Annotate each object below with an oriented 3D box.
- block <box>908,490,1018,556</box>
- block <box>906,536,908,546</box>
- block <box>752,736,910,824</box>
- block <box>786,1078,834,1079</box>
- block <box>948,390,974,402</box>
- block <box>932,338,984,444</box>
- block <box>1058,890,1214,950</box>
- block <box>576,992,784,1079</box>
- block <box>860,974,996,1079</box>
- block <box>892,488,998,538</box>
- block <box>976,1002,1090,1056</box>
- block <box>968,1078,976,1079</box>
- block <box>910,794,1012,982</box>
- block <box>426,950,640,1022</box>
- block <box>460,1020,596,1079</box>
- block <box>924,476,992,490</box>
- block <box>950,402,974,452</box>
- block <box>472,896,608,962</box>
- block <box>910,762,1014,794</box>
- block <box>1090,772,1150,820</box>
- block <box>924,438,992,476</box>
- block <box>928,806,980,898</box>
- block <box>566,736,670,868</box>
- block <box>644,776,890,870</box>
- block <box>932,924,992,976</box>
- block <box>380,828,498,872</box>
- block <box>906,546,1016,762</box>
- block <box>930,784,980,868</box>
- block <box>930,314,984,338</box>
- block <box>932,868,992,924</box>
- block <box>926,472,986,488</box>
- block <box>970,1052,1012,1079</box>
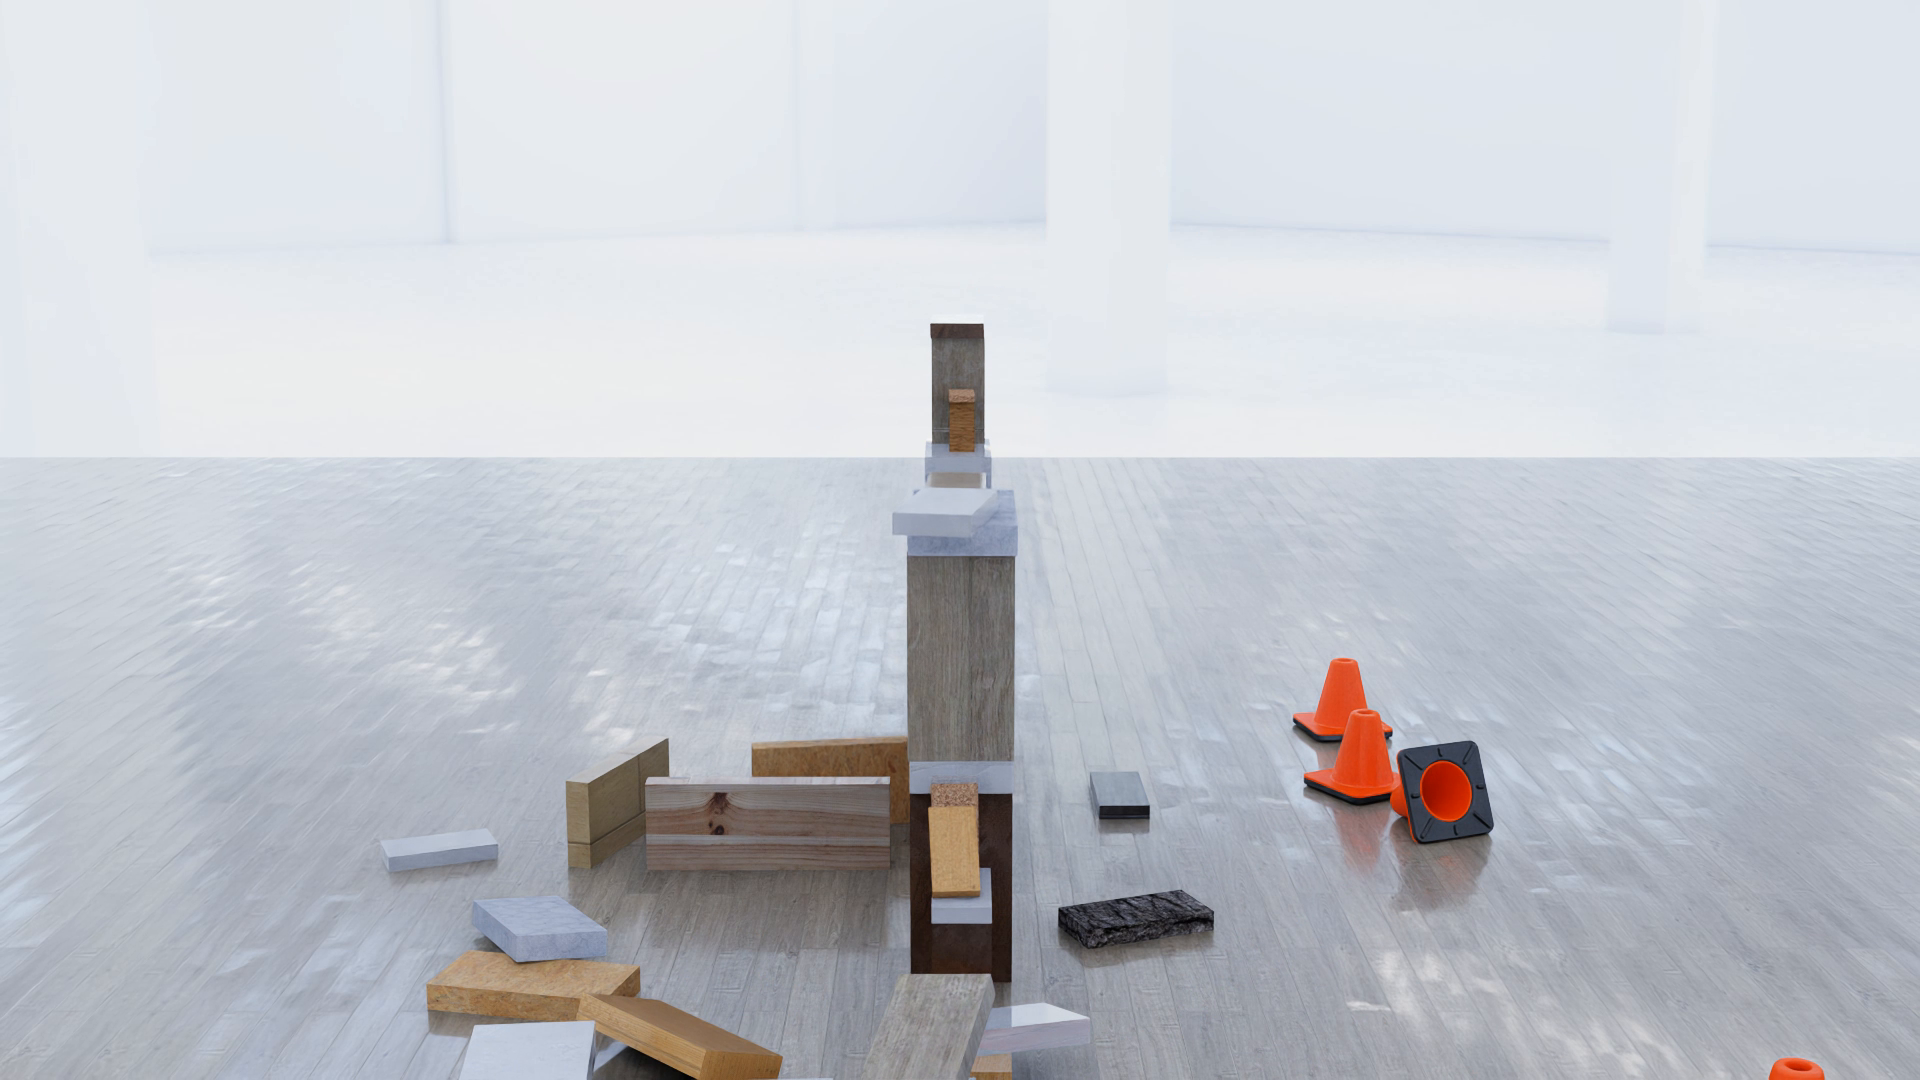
[{"bbox_3d":[0.005,-0.028,3.271,0.156,0.044,0.312,0,11,0],"label":"block"},{"bbox_3d":[-0.003,0.130,3.396,0.156,0.312,0.044,0,11,0],"label":"block"},{"bbox_3d":[-0.226,0.445,4.029,0.307,0.153,0.043,-2,10,-9],"label":"block"},{"bbox_3d":[-0.419,0.736,2.763,0.518,0.045,0.157,0,11,-3],"label":"block"},{"bbox_3d":[0.003,-0.272,4.141,0.047,0.013,0.095,0,11,-1],"label":"block"},{"bbox_3d":[-0.004,-0.288,4.226,0.102,0.204,0.029,0,11,-1],"label":"block"},{"bbox_3d":[0.281,0.604,3.507,0.221,0.031,0.111,-4,11,-22],"label":"block"},{"bbox_3d":[-0.382,0.675,2.979,0.274,0.039,0.137,10,-6,45],"label":"block"},{"bbox_3d":[-0.083,0.693,2.463,0.118,0.033,0.593,-3,28,17],"label":"block"},{"bbox_3d":[-0.019,-0.041,3.135,0.111,0.031,0.221,2,11,11],"label":"block"},{"bbox_3d":[0.042,0.652,2.921,0.236,0.033,0.118,1,-1,-29],"label":"block"},{"bbox_3d":[-0.020,0.736,2.563,0.136,0.039,0.272,-5,25,-11],"label":"block"},{"bbox_3d":[0.001,0.509,3.279,0.151,0.302,0.043,0,11,-1],"label":"block"},{"bbox_3d":[-0.622,0.654,3.217,0.275,0.039,0.137,2,11,13],"label":"block"},{"bbox_3d":[-0.547,0.690,2.763,0.158,0.045,0.315,-1,11,-6],"label":"block"},{"bbox_3d":[-0.004,-0.004,4.126,0.124,0.248,0.035,0,11,0],"label":"block"},{"bbox_3d":[0.004,-0.213,4.120,0.047,0.095,0.013,0,11,0],"label":"block"},{"bbox_3d":[-0.651,0.598,3.395,0.137,0.039,0.275,1,2,-26],"label":"block"},{"bbox_3d":[0.002,0.320,3.347,0.151,0.043,0.302,0,11,0],"label":"block"},{"bbox_3d":[0.302,0.483,4.171,0.094,0.027,0.219,0,11,-1],"label":"block"},{"bbox_3d":[-0.004,-0.158,4.182,0.124,0.035,0.248,0,11,0],"label":"block"},{"bbox_3d":[-0.009,0.443,3.124,0.067,0.019,0.134,-1,54,-4],"label":"block"},{"bbox_3d":[-0.607,0.464,3.928,0.043,0.153,0.307,4,11,19],"label":"block"},{"bbox_3d":[-0.330,0.489,3.793,0.418,0.153,0.043,0,11,0],"label":"block"},{"bbox_3d":[0.002,0.610,3.100,0.084,0.167,0.024,0,11,0],"label":"block"},{"bbox_3d":[-0.912,0.543,3.852,0.187,0.027,0.094,-4,11,-23],"label":"block"},{"bbox_3d":[0.001,0.166,3.207,0.156,0.312,0.044,0,11,-1],"label":"block"},{"bbox_3d":[-0.007,0.420,3.177,0.067,0.134,0.019,-1,-10,-3],"label":"block"},{"bbox_3d":[-0.005,-0.416,4.273,0.102,0.029,0.204,0,11,1],"label":"block"},{"bbox_3d":[0.002,0.506,3.138,0.084,0.024,0.167,0,11,0],"label":"block"},{"bbox_3d":[-0.007,-0.082,3.538,0.093,0.026,0.186,0,11,2],"label":"block"},{"bbox_3d":[-0.001,0.688,2.893,0.136,0.039,0.272,0,-1,1],"label":"block"}]
